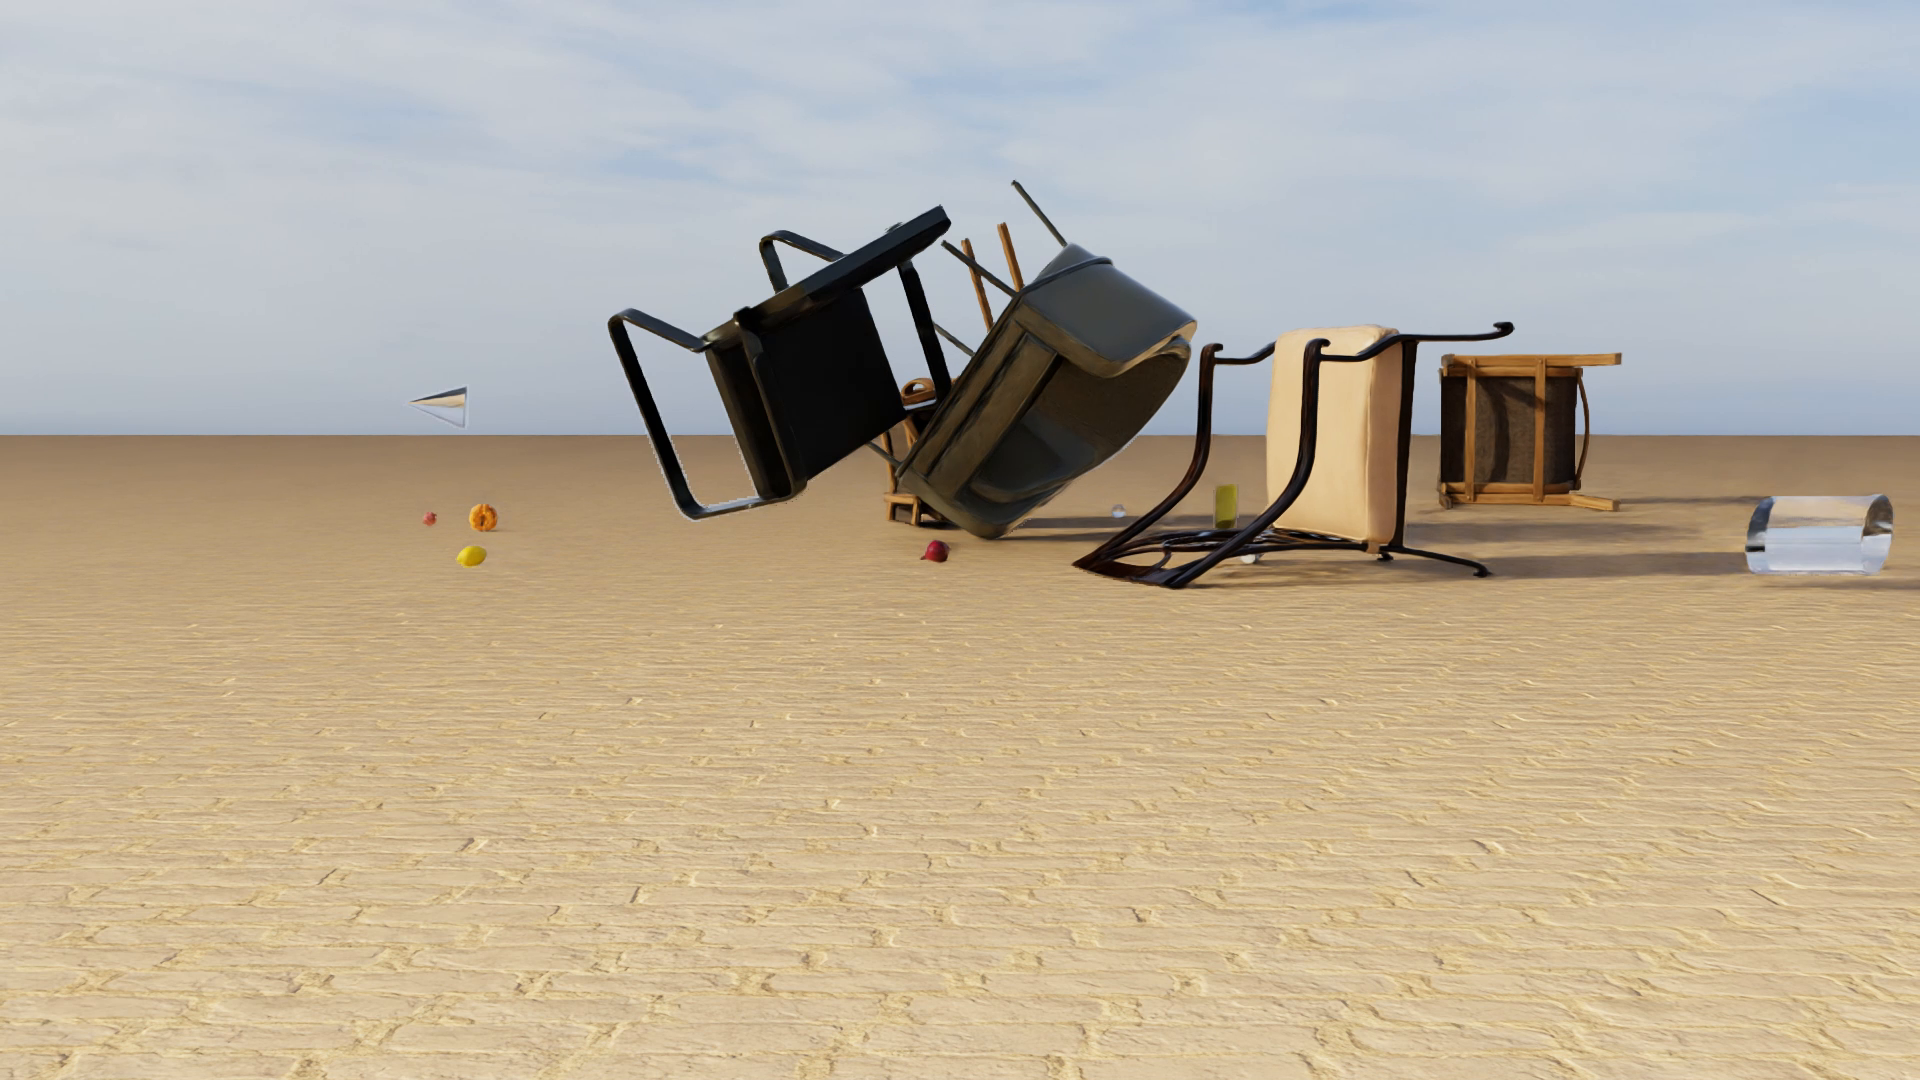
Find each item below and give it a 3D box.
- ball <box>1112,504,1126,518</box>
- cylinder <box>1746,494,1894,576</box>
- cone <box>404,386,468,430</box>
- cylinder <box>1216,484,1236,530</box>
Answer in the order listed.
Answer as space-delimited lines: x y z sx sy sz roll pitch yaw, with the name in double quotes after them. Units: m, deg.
0.551 -0.101 7.653 0.050 0.050 0.050 0 4 0 "ball"
1.928 -0.011 4.932 0.252 0.152 0.232 -1 31 41 "cylinder"
-1.765 -0.453 7.401 0.202 0.152 0.092 4 22 -9 "cone"
0.842 -0.103 6.964 0.058 0.116 0.111 6 -17 -10 "cylinder"
